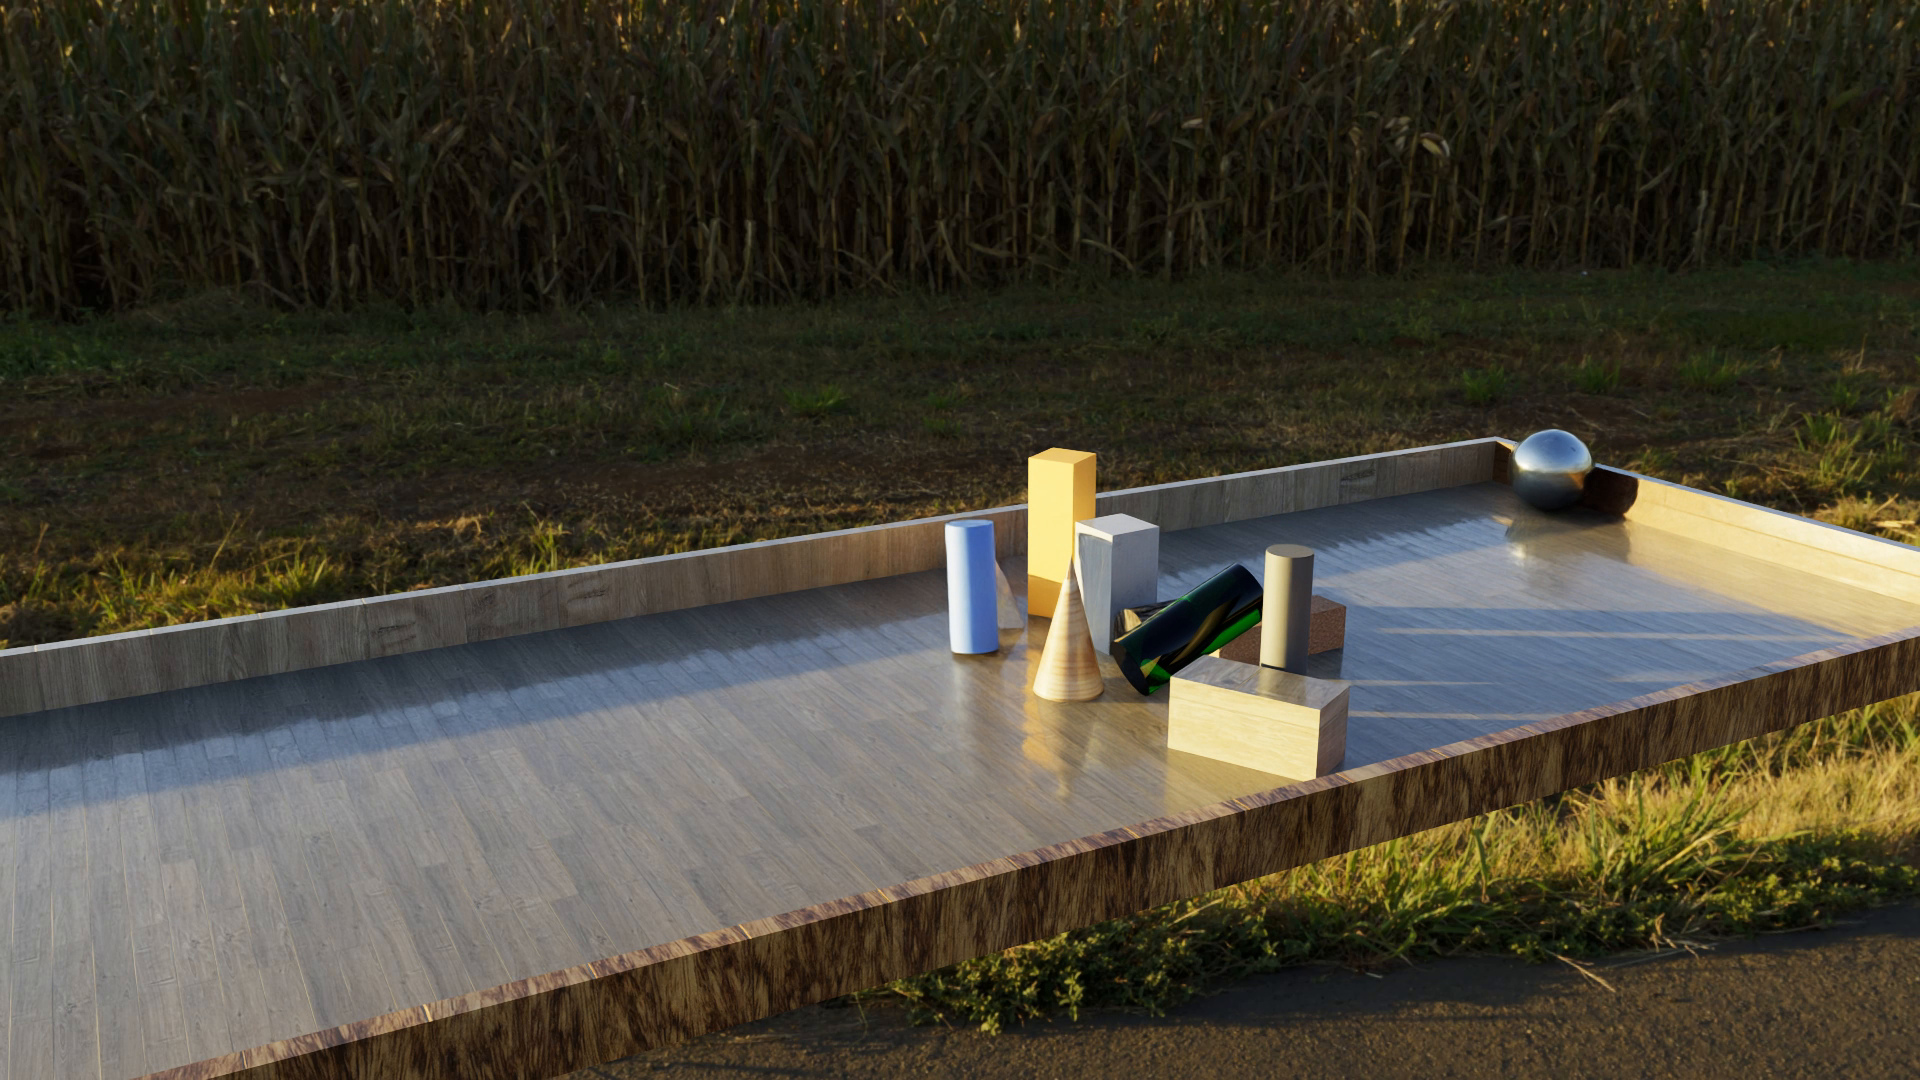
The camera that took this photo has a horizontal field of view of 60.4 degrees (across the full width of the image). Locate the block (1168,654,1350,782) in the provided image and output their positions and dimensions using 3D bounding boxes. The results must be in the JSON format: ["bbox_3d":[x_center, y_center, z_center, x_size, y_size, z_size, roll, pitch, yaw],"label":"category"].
[{"bbox_3d":[0.668,0.397,3.699,0.354,0.172,0.172,11,20,32],"label":"block"}]

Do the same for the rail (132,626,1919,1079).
[{"bbox_3d":[-2.336,1.006,1.665,12.000,0.150,0.050,-9,18,-27],"label":"rail"}]

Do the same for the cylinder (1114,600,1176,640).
[{"bbox_3d":[0.589,0.225,4.335,0.349,0.143,0.143,-9,19,-29],"label":"cylinder"}]

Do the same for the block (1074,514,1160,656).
[{"bbox_3d":[0.413,0.115,4.382,0.156,0.327,0.156,-10,19,-32],"label":"block"}]

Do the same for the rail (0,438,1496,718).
[{"bbox_3d":[-3.305,0.497,3.399,12.000,0.150,0.050,-9,18,-27],"label":"rail"}]

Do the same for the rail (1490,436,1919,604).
[{"bbox_3d":[2.466,-0.048,5.253,0.050,0.150,2.100,-9,18,-27],"label":"rail"}]

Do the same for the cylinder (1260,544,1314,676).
[{"bbox_3d":[0.753,0.228,3.824,0.108,0.425,0.108,0,16,0],"label":"cylinder"}]

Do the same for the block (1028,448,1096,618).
[{"bbox_3d":[0.284,-0.016,4.606,0.137,0.452,0.137,10,20,30],"label":"block"}]

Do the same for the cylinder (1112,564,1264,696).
[{"bbox_3d":[0.570,0.220,4.074,0.371,0.158,0.158,-31,25,-13],"label":"cylinder"}]

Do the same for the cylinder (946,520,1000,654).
[{"bbox_3d":[0.033,0.122,4.323,0.126,0.334,0.126,-3,8,0],"label":"cylinder"}]

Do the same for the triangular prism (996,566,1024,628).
[{"bbox_3d":[0.081,0.118,4.714,0.148,0.128,0.431,-2,16,-5],"label":"triangular prism"}]

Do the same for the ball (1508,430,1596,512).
[{"bbox_3d":[2.034,-0.240,5.672,0.280,0.280,0.280,0,16,0],"label":"ball"}]

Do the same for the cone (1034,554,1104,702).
[{"bbox_3d":[0.270,0.202,4.047,0.177,0.351,0.177,0,16,0],"label":"cone"}]

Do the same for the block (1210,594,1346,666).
[{"bbox_3d":[0.807,0.247,4.313,0.431,0.114,0.114,-10,19,-30],"label":"block"}]
